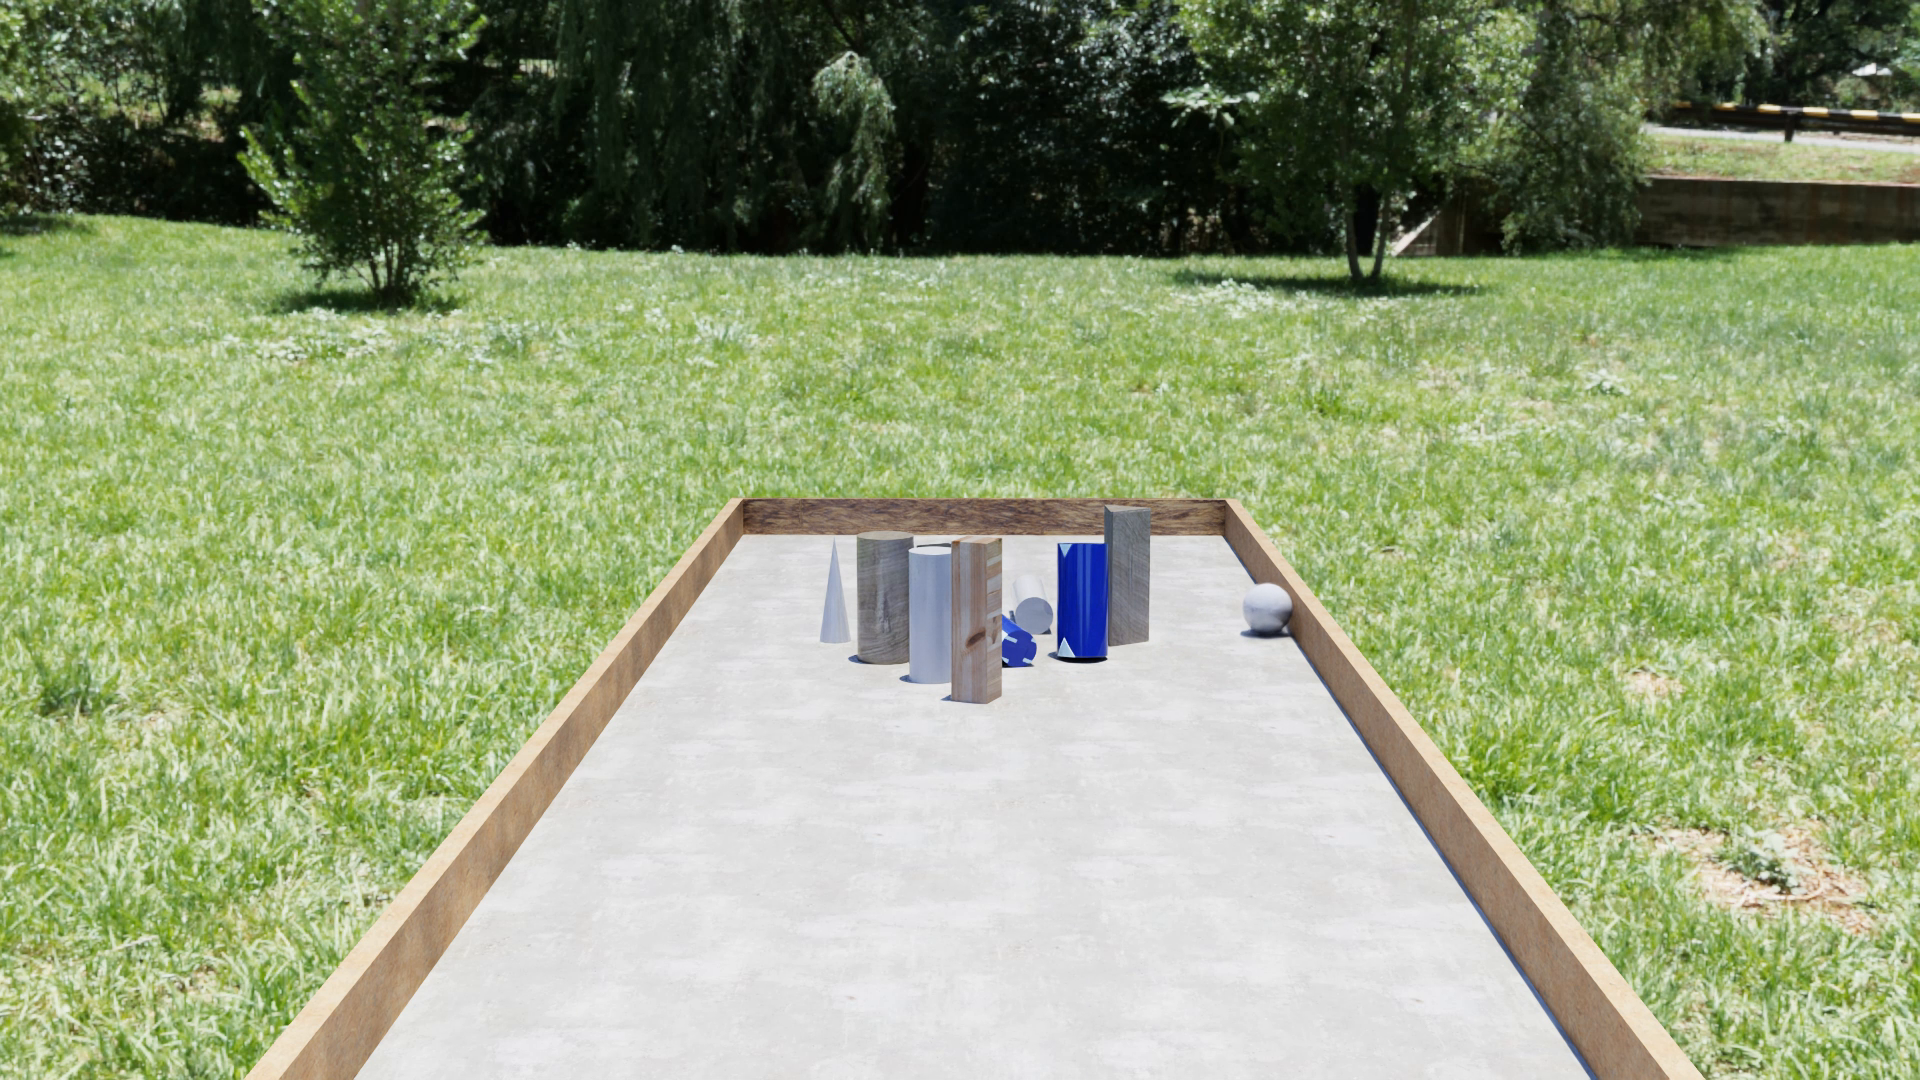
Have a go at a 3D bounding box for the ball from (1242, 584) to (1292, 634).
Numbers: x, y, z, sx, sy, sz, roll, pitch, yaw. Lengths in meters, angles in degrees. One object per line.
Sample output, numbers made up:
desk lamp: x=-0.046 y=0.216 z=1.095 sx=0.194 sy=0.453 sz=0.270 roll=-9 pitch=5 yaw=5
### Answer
ball: x=0.990 y=0.222 z=7.085 sx=0.164 sy=0.164 sz=0.164 roll=0 pitch=9 yaw=0

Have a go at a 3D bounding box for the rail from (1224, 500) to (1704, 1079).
rail: x=1.046 y=0.843 z=3.208 sx=0.050 sy=0.150 sz=12.000 roll=0 pitch=9 yaw=1

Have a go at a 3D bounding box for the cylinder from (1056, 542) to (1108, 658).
cylinder: x=0.374 y=0.181 z=6.716 sx=0.158 sy=0.342 sz=0.158 roll=0 pitch=2 yaw=0

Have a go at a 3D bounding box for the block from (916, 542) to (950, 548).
block: x=-0.063 y=0.170 z=6.969 sx=0.112 sy=0.303 sz=0.112 roll=-5 pitch=10 yaw=-26

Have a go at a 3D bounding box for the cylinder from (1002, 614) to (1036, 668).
cylinder: x=0.125 y=0.293 z=6.796 sx=0.114 sy=0.114 sz=0.438 roll=-2 pitch=9 yaw=-13

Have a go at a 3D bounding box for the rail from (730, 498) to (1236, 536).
rail: x=0.099 y=-0.098 z=9.147 sx=2.100 sy=0.150 sz=0.050 roll=0 pitch=9 yaw=1

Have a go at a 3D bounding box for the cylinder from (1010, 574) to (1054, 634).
cylinder: x=0.236 y=0.211 z=7.280 sx=0.124 sy=0.124 sz=0.418 roll=0 pitch=9 yaw=-1

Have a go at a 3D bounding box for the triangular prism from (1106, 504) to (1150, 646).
triangular prism: x=0.499 y=0.108 z=6.961 sx=0.154 sy=0.428 sz=0.134 roll=-6 pitch=11 yaw=-33

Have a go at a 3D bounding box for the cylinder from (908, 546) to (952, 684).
cylinder: x=-0.078 y=0.219 z=6.413 sx=0.142 sy=0.381 sz=0.142 roll=0 pitch=9 yaw=0

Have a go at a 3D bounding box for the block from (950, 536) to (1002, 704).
block: x=0.047 y=0.223 z=6.157 sx=0.109 sy=0.453 sz=0.109 roll=4 pitch=10 yaw=23

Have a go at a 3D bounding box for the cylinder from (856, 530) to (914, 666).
cylinder: x=-0.226 y=0.174 z=6.686 sx=0.174 sy=0.383 sz=0.174 roll=0 pitch=9 yaw=0

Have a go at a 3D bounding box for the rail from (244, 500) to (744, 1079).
rail: x=-1.004 y=0.839 z=3.234 sx=0.050 sy=0.150 sz=12.000 roll=0 pitch=9 yaw=1

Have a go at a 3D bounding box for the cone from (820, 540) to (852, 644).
cone: x=-0.397 y=0.153 z=6.967 sx=0.102 sy=0.337 sz=0.102 roll=0 pitch=9 yaw=0
